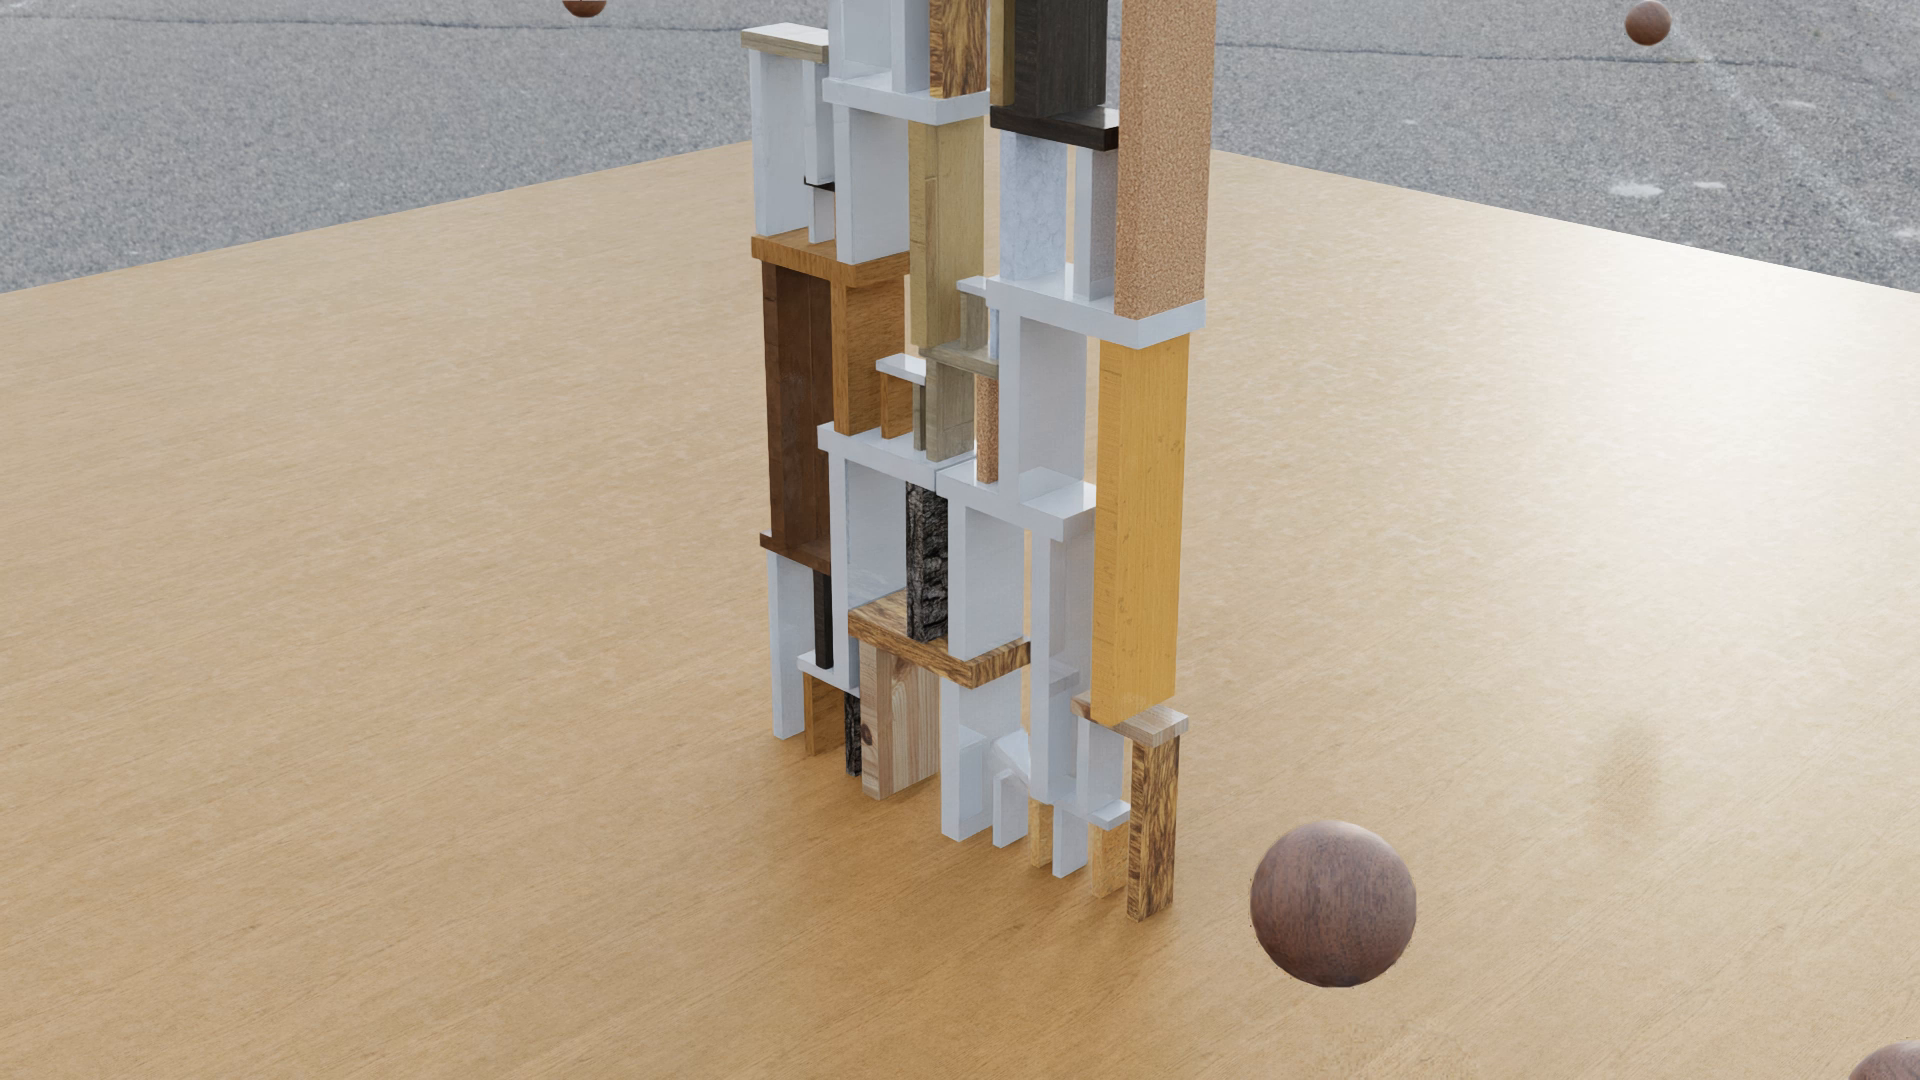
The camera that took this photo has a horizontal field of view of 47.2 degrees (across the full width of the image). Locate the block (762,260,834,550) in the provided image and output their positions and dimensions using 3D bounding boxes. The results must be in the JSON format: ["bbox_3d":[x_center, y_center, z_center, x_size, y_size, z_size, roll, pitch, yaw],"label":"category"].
[{"bbox_3d":[-0.319,-0.284,4.451,0.043,0.604,0.152,21,31,41],"label":"block"}]

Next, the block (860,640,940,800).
[{"bbox_3d":[-0.122,0.342,4.507,0.049,0.349,0.175,21,31,41],"label":"block"}]

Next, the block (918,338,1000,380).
[{"bbox_3d":[0.029,-0.341,4.042,0.200,0.028,0.100,21,31,41],"label":"block"}]

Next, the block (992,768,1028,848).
[{"bbox_3d":[0.100,0.523,4.331,0.022,0.154,0.077,21,31,41],"label":"block"}]

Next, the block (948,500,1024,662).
[{"bbox_3d":[0.051,0.056,4.197,0.161,0.321,0.046,-21,31,-41],"label":"block"}]

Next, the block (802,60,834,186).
[{"bbox_3d":[-0.240,-0.795,4.148,0.033,0.231,0.116,21,31,41],"label":"block"}]

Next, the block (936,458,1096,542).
[{"bbox_3d":[0.126,-0.083,4.055,0.161,0.046,0.321,-21,31,-41],"label":"block"}]

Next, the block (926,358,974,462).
[{"bbox_3d":[-0.018,-0.255,4.130,0.028,0.200,0.100,21,31,40],"label":"block"}]

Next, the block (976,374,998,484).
[{"bbox_3d":[0.076,-0.215,4.044,0.100,0.206,0.028,-21,31,-41],"label":"block"}]

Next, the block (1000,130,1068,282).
[{"bbox_3d":[0.128,-0.594,3.836,0.131,0.261,0.037,-21,31,-41],"label":"block"}]

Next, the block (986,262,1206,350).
[{"bbox_3d":[0.232,-0.411,3.802,0.176,0.050,0.353,-21,31,-41],"label":"block"}]

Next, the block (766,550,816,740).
[{"bbox_3d":[-0.354,0.210,4.703,0.031,0.439,0.110,21,31,41],"label":"block"}]

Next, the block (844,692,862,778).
[{"bbox_3d":[-0.195,0.390,4.595,0.027,0.193,0.096,21,31,41],"label":"block"}]

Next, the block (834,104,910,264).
[{"bbox_3d":[-0.164,-0.677,4.113,0.042,0.297,0.149,21,31,41],"label":"block"}]

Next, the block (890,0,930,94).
[{"bbox_3d":[-0.065,-0.927,3.896,0.035,0.249,0.125,21,31,41],"label":"block"}]

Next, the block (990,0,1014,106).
[{"bbox_3d":[0.101,-0.860,3.753,0.110,0.220,0.031,-21,31,-41],"label":"block"}]

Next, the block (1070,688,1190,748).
[{"bbox_3d":[0.309,0.318,4.018,0.099,0.028,0.199,-21,31,-41],"label":"block"}]

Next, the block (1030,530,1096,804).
[{"bbox_3d":[0.204,0.219,4.099,0.161,0.544,0.046,-21,30,-41],"label":"block"}]

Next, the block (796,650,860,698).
[{"bbox_3d":[-0.241,0.271,4.594,0.193,0.027,0.096,21,31,41],"label":"block"}]

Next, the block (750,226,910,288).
[{"bbox_3d":[-0.248,-0.554,4.259,0.303,0.043,0.152,21,31,41],"label":"block"}]

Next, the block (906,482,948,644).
[{"bbox_3d":[-0.029,0.022,4.269,0.046,0.327,0.163,21,31,41],"label":"block"}]

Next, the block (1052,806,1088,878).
[{"bbox_3d":[0.213,0.567,4.229,0.076,0.153,0.022,-21,31,-41],"label":"block"}]

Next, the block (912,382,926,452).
[{"bbox_3d":[-0.058,-0.242,4.185,0.019,0.134,0.067,21,31,41],"label":"block"}]

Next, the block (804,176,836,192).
[{"bbox_3d":[-0.240,-0.682,4.198,0.113,0.016,0.056,21,31,41],"label":"block"}]

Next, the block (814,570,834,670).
[{"bbox_3d":[-0.251,0.149,4.565,0.031,0.220,0.110,21,31,41],"label":"block"}]

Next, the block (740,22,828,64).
[{"bbox_3d":[-0.294,-0.938,4.146,0.231,0.033,0.116,21,31,41],"label":"block"}]

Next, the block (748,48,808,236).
[{"bbox_3d":[-0.349,-0.779,4.273,0.033,0.360,0.116,21,31,41],"label":"block"}]

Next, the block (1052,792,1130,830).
[{"bbox_3d":[0.249,0.501,4.162,0.077,0.022,0.153,-21,31,-41],"label":"block"}]

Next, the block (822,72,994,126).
[{"bbox_3d":[-0.095,-0.805,3.982,0.297,0.042,0.148,21,31,41],"label":"block"}]

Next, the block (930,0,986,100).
[{"bbox_3d":[-0.003,-0.896,3.849,0.031,0.229,0.110,21,31,41],"label":"block"}]

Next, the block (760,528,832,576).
[{"bbox_3d":[-0.303,0.014,4.564,0.220,0.031,0.110,21,31,41],"label":"block"}]

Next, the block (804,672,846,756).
[{"bbox_3d":[-0.286,0.355,4.679,0.027,0.193,0.096,21,31,41],"label":"block"}]

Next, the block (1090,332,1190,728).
[{"bbox_3d":[0.315,-0.025,3.875,0.176,0.717,0.050,-21,31,-41],"label":"block"}]

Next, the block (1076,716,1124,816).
[{"bbox_3d":[0.262,0.405,4.105,0.099,0.199,0.028,-21,31,-41],"label":"block"}]

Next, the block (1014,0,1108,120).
[{"bbox_3d":[0.169,-0.892,3.662,0.175,0.349,0.049,-21,31,-41],"label":"block"}]

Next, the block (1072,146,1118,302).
[{"bbox_3d":[0.251,-0.546,3.722,0.130,0.261,0.037,-21,31,-41],"label":"block"}]

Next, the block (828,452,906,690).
[{"bbox_3d":[-0.184,0.044,4.446,0.046,0.505,0.163,21,31,41],"label":"block"}]

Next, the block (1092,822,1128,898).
[{"bbox_3d":[0.285,0.595,4.162,0.076,0.153,0.022,-21,31,-41],"label":"block"}]

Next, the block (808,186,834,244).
[{"bbox_3d":[-0.267,-0.634,4.248,0.016,0.113,0.056,21,31,41],"label":"block"}]

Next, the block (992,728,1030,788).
[{"bbox_3d":[0.141,0.434,4.249,0.077,0.022,0.154,-21,55,-41],"label":"block"}]

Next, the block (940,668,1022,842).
[{"bbox_3d":[0.042,0.406,4.356,0.049,0.349,0.175,21,31,41],"label":"block"}]

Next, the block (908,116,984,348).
[{"bbox_3d":[-0.024,-0.568,4.008,0.042,0.415,0.148,21,31,41],"label":"block"}]

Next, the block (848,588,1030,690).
[{"bbox_3d":[-0.040,0.191,4.354,0.349,0.049,0.175,21,31,41],"label":"block"}]

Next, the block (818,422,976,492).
[{"bbox_3d":[-0.106,-0.179,4.267,0.327,0.046,0.163,21,31,41],"label":"block"}]

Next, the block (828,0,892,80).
[{"bbox_3d":[-0.183,-0.973,4.004,0.035,0.249,0.125,21,31,41],"label":"block"}]

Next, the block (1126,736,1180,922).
[{"bbox_3d":[0.356,0.522,4.053,0.028,0.374,0.099,21,31,41],"label":"block"}]

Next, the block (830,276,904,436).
[{"bbox_3d":[-0.176,-0.367,4.261,0.043,0.303,0.152,21,31,41],"label":"block"}]

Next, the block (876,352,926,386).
[{"bbox_3d":[-0.090,-0.325,4.184,0.134,0.019,0.067,21,31,41],"label":"block"}]

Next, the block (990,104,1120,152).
[{"bbox_3d":[0.189,-0.707,3.721,0.131,0.037,0.261,-21,31,-41],"label":"block"}]

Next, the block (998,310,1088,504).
[{"bbox_3d":[0.149,-0.257,3.957,0.176,0.353,0.050,-21,31,-41],"label":"block"}]

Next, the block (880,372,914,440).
[{"bbox_3d":[-0.122,-0.267,4.243,0.019,0.134,0.067,21,31,41],"label":"block"}]

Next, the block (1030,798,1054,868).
[{"bbox_3d":[0.172,0.551,4.265,0.022,0.154,0.077,20,30,41],"label":"block"}]

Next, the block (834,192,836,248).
[{"bbox_3d":[-0.214,-0.613,4.199,0.016,0.112,0.056,21,31,41],"label":"block"}]

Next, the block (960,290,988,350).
[{"bbox_3d":[0.027,-0.407,4.019,0.055,0.110,0.016,-21,31,-40],"label":"block"}]

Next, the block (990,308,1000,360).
[{"bbox_3d":[0.078,-0.387,3.972,0.016,0.110,0.055,21,31,41],"label":"block"}]

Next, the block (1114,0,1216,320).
[{"bbox_3d":[0.334,-0.690,3.568,0.175,0.647,0.049,-21,31,-41],"label":"block"}]

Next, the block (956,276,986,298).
[{"bbox_3d":[0.052,-0.454,3.971,0.110,0.016,0.055,21,31,41],"label":"block"}]
